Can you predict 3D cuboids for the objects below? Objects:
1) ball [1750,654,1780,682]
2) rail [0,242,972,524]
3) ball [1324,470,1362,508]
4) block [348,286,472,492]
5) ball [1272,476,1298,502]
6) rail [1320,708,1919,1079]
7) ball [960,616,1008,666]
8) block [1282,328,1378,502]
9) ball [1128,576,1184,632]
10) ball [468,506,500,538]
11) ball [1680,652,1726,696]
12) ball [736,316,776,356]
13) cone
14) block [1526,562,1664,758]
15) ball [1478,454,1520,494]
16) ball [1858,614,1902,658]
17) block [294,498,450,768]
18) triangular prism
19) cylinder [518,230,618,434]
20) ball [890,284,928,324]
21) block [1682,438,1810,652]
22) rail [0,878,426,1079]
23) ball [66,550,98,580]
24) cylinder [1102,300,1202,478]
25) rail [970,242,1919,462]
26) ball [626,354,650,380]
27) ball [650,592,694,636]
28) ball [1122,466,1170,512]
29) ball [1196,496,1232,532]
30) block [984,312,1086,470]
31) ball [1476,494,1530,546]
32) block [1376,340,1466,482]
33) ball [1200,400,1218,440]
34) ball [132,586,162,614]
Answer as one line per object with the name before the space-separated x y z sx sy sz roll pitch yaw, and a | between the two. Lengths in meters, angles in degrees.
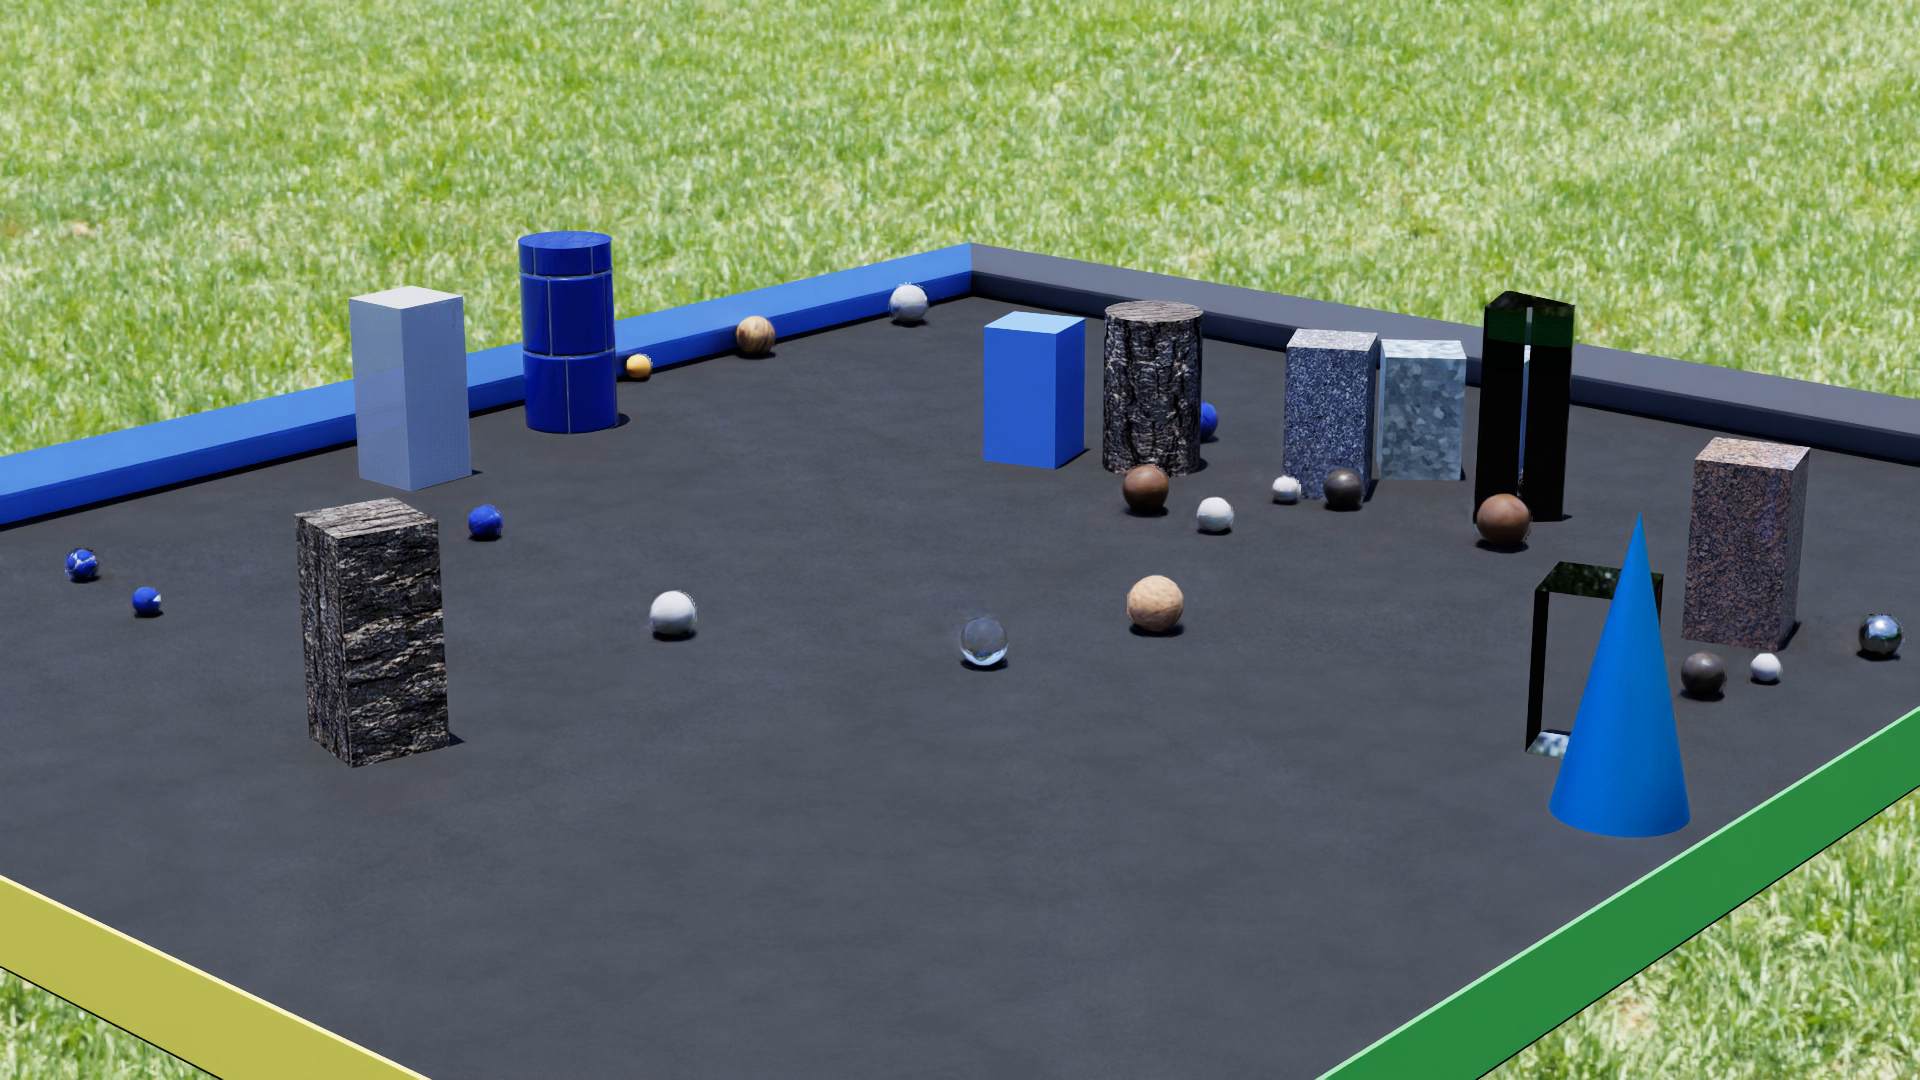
ball | 1.290 0.204 4.695 0.046 0.046 0.046 0 17 0
rail | -1.231 -0.276 6.143 0.045 0.128 3.888 14 22 39
ball | 0.738 -0.099 5.652 0.075 0.075 0.075 0 17 0
block | -1.090 -0.303 5.821 0.157 0.366 0.157 14 21 38
ball | 0.630 -0.098 5.686 0.052 0.052 0.052 0 17 0
rail | 1.231 0.340 4.097 0.045 0.128 3.888 14 22 39
ball | 0.039 0.164 4.769 0.079 0.079 0.079 0 17 0
block | 0.723 -0.244 5.737 0.157 0.303 0.157 4 17 13
ball | 0.330 0.107 4.934 0.094 0.094 0.094 0 17 0
ball | -0.885 -0.033 5.456 0.061 0.061 0.061 0 17 0
ball | 1.173 0.211 4.629 0.069 0.069 0.069 0 17 0
ball | -0.480 -0.479 6.879 0.093 0.093 0.093 0 17 0
cone | 0.938 0.172 4.108 0.197 0.446 0.197 0 17 0
block | 0.951 0.185 4.394 0.157 0.256 0.157 7 18 23
ball | 1.057 -0.131 5.747 0.079 0.079 0.079 0 17 0
ball | 1.509 0.157 4.809 0.069 0.069 0.069 0 17 0
block | -0.879 0.136 4.386 0.157 0.354 0.157 -11 20 -33
triangular prism | 1.052 -0.255 5.574 0.170 0.417 0.148 -2 17 -6
cylinder | -0.831 -0.441 6.225 0.197 0.398 0.197 0 17 0
ball | -0.126 -0.581 7.214 0.095 0.095 0.095 0 17 0
block | 1.311 0.006 4.893 0.157 0.311 0.157 8 18 24
rail | -1.259 0.451 3.731 3.307 0.128 0.045 14 22 39
ball | -1.560 0.044 5.213 0.054 0.054 0.054 0 17 0
cylinder | 0.388 -0.304 5.906 0.197 0.320 0.197 0 17 0
rail | 1.259 -0.386 6.508 3.307 0.128 0.045 14 22 39
ball | -0.731 -0.392 6.654 0.057 0.057 0.057 0 17 0
ball | -0.482 0.123 4.912 0.075 0.075 0.075 0 17 0
ball | 0.356 -0.098 5.621 0.090 0.090 0.090 0 17 0
ball | 0.477 -0.048 5.498 0.066 0.066 0.066 0 17 0
block | 0.152 -0.307 5.985 0.157 0.280 0.157 7 18 23
ball | 1.001 -0.037 5.402 0.098 0.098 0.098 0 17 0
block | 0.924 -0.261 5.885 0.157 0.250 0.157 1 17 4
ball | 0.502 -0.251 6.145 0.080 0.080 0.080 0 17 0
ball | -1.393 0.104 5.022 0.048 0.048 0.048 0 17 0
